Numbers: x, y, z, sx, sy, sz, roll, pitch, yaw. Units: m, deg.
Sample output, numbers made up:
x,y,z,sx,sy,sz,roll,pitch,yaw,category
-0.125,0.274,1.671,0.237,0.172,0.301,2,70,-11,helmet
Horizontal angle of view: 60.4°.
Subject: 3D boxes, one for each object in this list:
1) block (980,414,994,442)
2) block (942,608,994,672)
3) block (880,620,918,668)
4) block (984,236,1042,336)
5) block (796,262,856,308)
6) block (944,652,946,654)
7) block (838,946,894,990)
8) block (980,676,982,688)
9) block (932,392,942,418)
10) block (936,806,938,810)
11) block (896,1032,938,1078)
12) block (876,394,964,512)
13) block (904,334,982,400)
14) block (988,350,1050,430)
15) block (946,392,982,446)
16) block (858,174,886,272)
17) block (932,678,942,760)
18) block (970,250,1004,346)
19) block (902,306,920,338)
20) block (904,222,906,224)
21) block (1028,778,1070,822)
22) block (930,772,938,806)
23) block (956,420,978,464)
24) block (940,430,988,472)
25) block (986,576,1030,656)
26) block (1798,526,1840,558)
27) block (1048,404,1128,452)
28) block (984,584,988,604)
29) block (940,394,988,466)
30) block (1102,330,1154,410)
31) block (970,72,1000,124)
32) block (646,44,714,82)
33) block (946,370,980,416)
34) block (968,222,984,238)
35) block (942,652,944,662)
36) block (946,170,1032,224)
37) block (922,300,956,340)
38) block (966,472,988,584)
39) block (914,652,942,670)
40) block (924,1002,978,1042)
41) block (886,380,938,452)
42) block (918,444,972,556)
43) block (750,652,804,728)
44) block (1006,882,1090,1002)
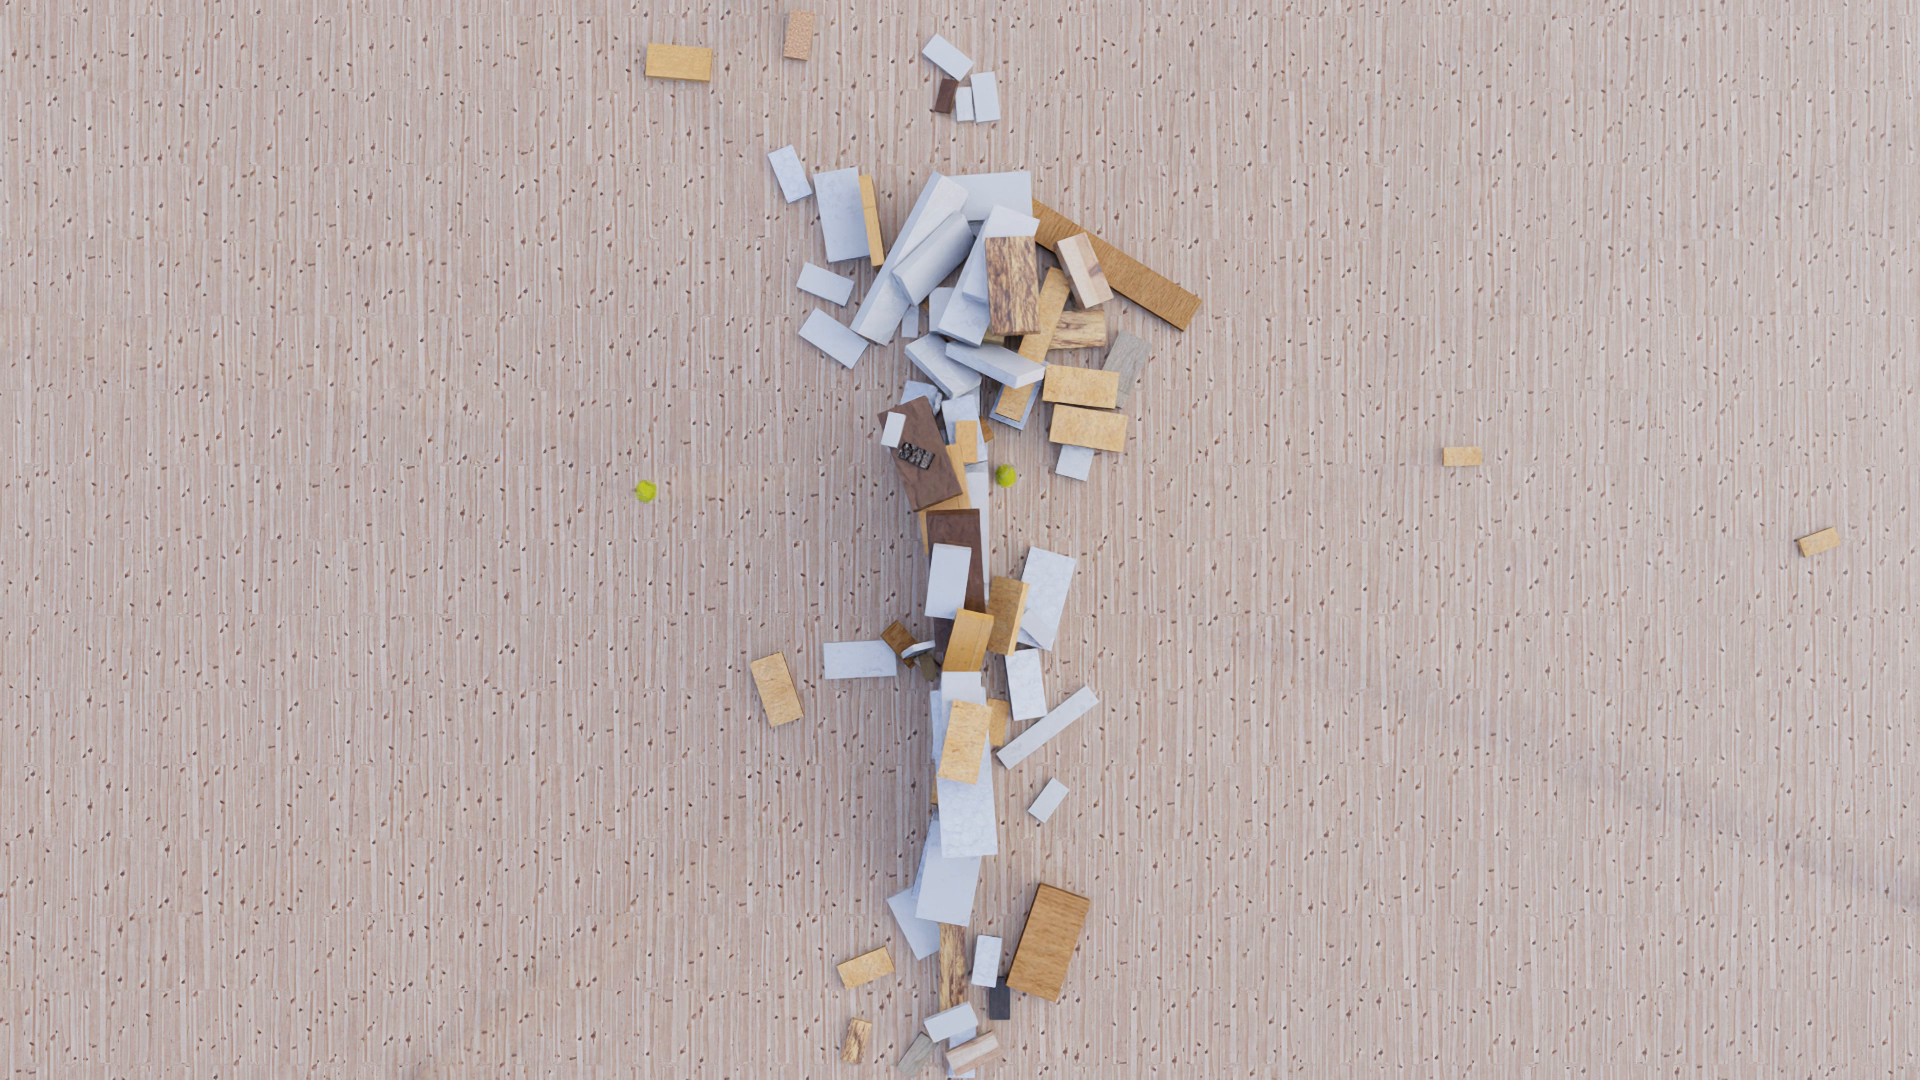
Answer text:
x,y,z,sx,sy,sz,roll,pitch,yaw,category
0.050,-0.379,5.448,0.068,0.019,0.137,-27,69,-11,block
0.024,0.332,5.267,0.119,0.034,0.238,12,124,-4,block
-0.187,0.346,5.465,0.075,0.021,0.150,-44,102,-15,block
0.169,-0.817,5.302,0.158,0.045,0.316,-3,81,-4,block
-0.447,-0.850,5.488,0.176,0.025,0.088,22,90,0,block
0.004,0.320,5.380,0.118,0.033,0.236,-1,90,0,block
-0.313,1.423,5.488,0.173,0.024,0.086,-22,90,0,block
0.004,0.574,5.444,0.130,0.037,0.260,1,73,0,block
-0.086,-0.430,5.431,0.017,0.122,0.061,16,63,-10,block
-0.014,0.814,5.454,0.123,0.035,0.246,1,77,0,block
-0.142,1.714,5.490,0.070,0.020,0.140,36,90,0,block
-0.127,-0.275,5.263,0.168,0.048,0.336,-21,81,5,block
-0.056,-0.574,5.411,0.123,0.035,0.246,-32,65,-28,block
0.197,-0.498,5.483,0.121,0.034,0.241,22,90,0,block
0.011,-0.385,5.423,0.110,0.031,0.220,0,69,6,block
-0.285,-1.039,5.425,0.042,0.148,0.295,-9,90,2,block
-0.014,0.587,5.357,0.130,0.037,0.260,6,97,-1,block
0.088,-0.799,5.426,0.148,0.042,0.296,8,80,-2,block
-0.166,-0.728,5.492,0.054,0.015,0.107,3,90,0,block
-0.081,-1.080,5.487,0.188,0.027,0.094,-41,90,0,block
0.295,0.865,5.490,0.069,0.020,0.139,37,90,0,block
-0.013,0.747,5.429,0.130,0.037,0.260,7,73,2,block
0.021,-0.316,5.328,0.068,0.019,0.137,0,84,8,block
0.003,-0.186,5.425,0.178,0.050,0.356,0,73,0,block
0.144,0.249,5.449,0.123,0.035,0.247,13,90,36,block
2.859,0.006,5.491,0.125,0.018,0.063,-20,90,0,block
0.424,-0.368,5.453,0.246,0.035,0.123,9,90,0,block
0.003,0.037,5.406,0.178,0.050,0.356,0,67,0,block
0.015,-0.353,5.360,0.110,0.031,0.221,-12,83,4,block
0.536,-0.567,5.483,0.118,0.034,0.237,26,90,0,block
0.085,-1.472,5.489,0.080,0.023,0.159,-7,90,0,block
-0.934,-1.586,5.485,0.212,0.030,0.106,5,90,0,block
0.009,-0.514,5.440,0.110,0.031,0.220,-2,68,5,block
0.110,-1.021,5.487,0.188,0.027,0.094,40,90,0,block
0.003,0.289,5.454,0.118,0.033,0.236,0,76,0,block
0.086,-1.130,5.447,0.301,0.043,0.150,-3,90,2,block
-0.050,-0.743,5.491,0.061,0.017,0.159,-44,90,0,block
0.003,-0.037,5.326,0.178,0.050,0.356,0,83,0,block
-0.108,0.408,5.459,0.045,0.013,0.091,-33,134,18,block
-0.029,1.590,5.443,0.161,0.023,0.081,-23,99,5,block
-0.157,-0.398,5.443,0.035,0.123,0.246,16,90,-43,block
-0.053,-0.128,5.282,0.168,0.048,0.336,-11,82,7,block
-0.609,0.496,5.484,0.113,0.032,0.227,-19,90,0,block
0.290,1.332,5.465,0.175,0.050,0.350,19,87,-1,block
